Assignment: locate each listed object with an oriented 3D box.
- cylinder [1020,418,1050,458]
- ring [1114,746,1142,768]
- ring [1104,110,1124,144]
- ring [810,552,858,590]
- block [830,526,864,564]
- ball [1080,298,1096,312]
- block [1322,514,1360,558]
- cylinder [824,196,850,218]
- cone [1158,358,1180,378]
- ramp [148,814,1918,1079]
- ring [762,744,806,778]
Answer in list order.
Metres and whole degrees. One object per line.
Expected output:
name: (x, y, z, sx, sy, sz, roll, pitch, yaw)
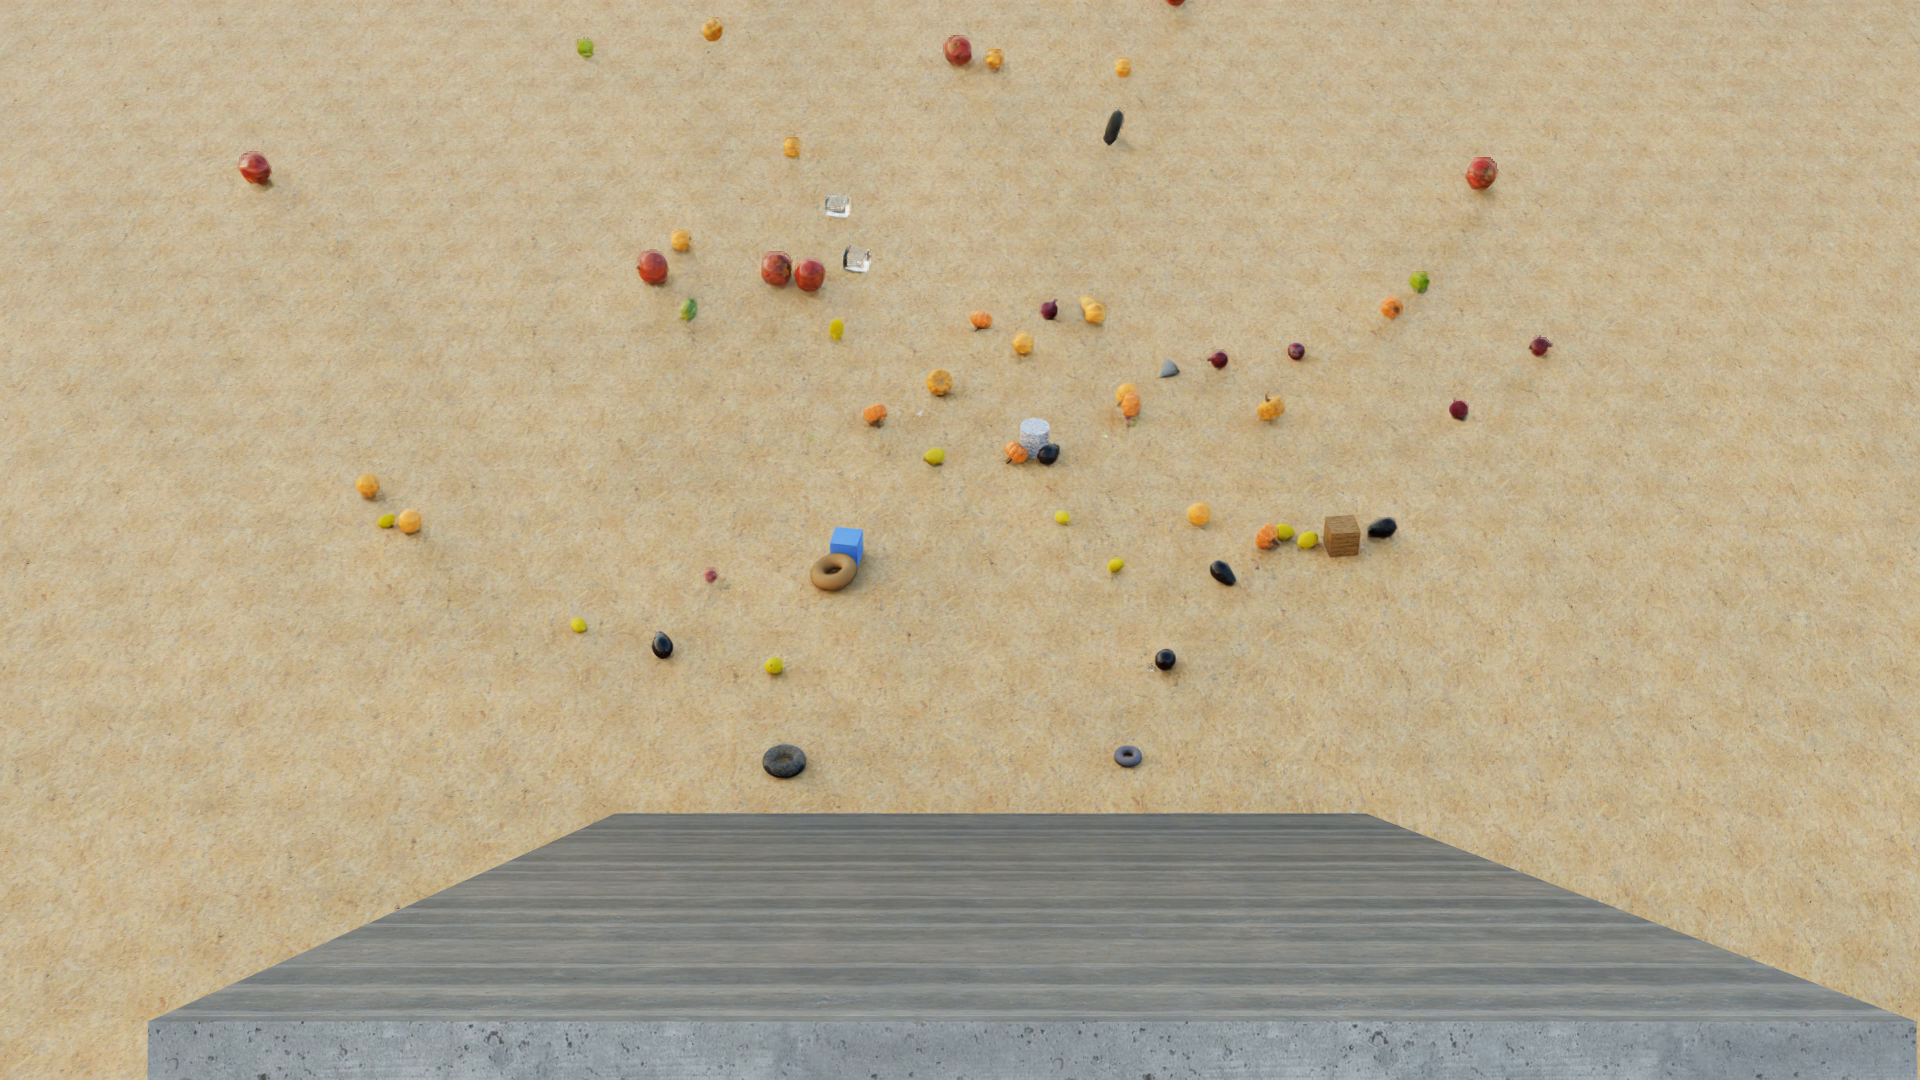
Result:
cylinder: (0.240, -0.327, 8.377, 0.094, 0.094, 0.094, 0, 37, 0)
ring: (0.466, 0.599, 7.214, 0.078, 0.026, 0.078, -1, 36, 1)
ring: (0.589, -1.584, 9.985, 0.045, 0.135, 0.135, 20, 40, 4)
ring: (-0.381, 0.095, 7.846, 0.146, 0.049, 0.146, -9, 39, 8)
block: (-0.345, 0.022, 7.926, 0.084, 0.084, 0.084, 6, 38, 8)
ball: (0.446, -0.819, 9.060, 0.051, 0.051, 0.051, 0, 37, 0)
block: (1.169, -0.012, 7.966, 0.090, 0.090, 0.090, -4, 37, -5)
cylinder: (-0.451, -1.228, 9.578, 0.076, 0.076, 0.076, 8, 38, 11)
cone: (0.691, -0.566, 8.744, 0.067, 0.067, 0.067, -42, 48, -7)
ramp: (0.082, 0.687, 4.938, 2.000, 0.100, 4.000, 0, -3, 0)
ring: (-0.485, 0.611, 7.187, 0.123, 0.041, 0.123, 0, 36, 0)
